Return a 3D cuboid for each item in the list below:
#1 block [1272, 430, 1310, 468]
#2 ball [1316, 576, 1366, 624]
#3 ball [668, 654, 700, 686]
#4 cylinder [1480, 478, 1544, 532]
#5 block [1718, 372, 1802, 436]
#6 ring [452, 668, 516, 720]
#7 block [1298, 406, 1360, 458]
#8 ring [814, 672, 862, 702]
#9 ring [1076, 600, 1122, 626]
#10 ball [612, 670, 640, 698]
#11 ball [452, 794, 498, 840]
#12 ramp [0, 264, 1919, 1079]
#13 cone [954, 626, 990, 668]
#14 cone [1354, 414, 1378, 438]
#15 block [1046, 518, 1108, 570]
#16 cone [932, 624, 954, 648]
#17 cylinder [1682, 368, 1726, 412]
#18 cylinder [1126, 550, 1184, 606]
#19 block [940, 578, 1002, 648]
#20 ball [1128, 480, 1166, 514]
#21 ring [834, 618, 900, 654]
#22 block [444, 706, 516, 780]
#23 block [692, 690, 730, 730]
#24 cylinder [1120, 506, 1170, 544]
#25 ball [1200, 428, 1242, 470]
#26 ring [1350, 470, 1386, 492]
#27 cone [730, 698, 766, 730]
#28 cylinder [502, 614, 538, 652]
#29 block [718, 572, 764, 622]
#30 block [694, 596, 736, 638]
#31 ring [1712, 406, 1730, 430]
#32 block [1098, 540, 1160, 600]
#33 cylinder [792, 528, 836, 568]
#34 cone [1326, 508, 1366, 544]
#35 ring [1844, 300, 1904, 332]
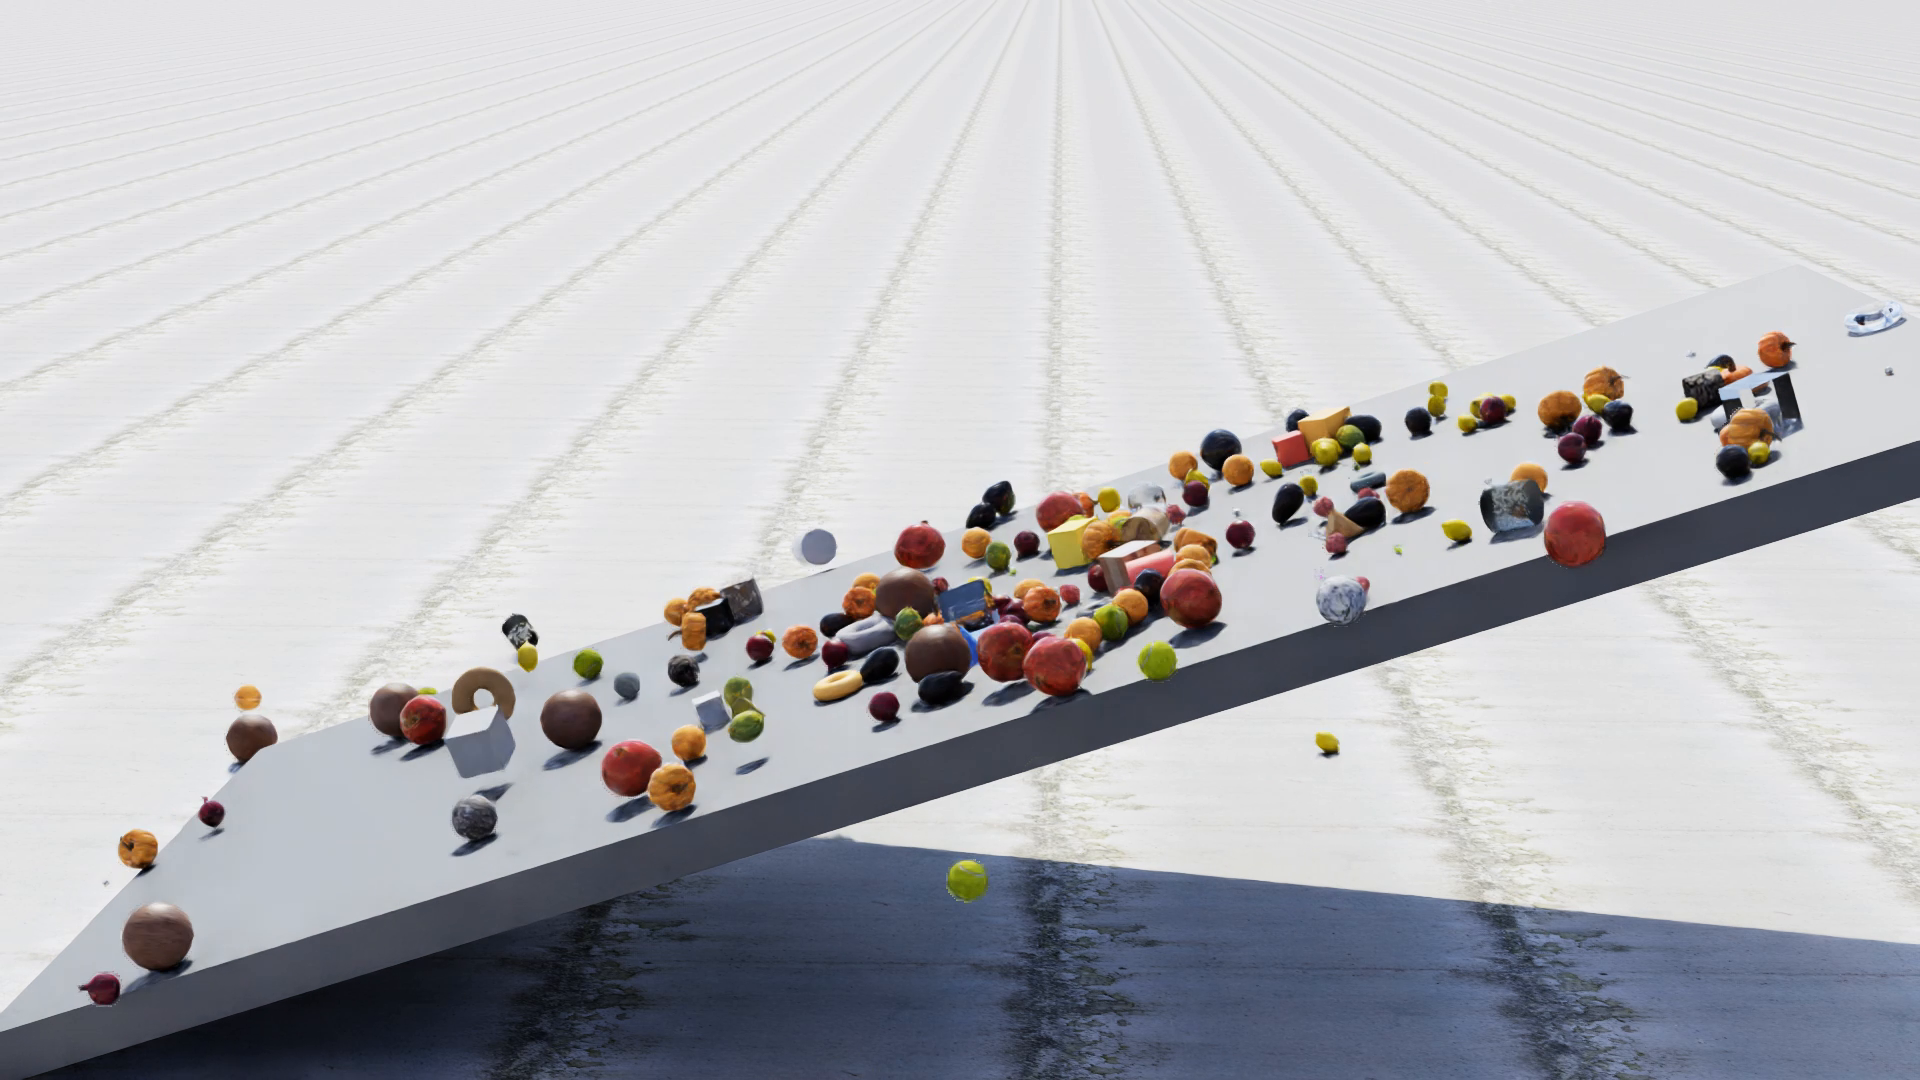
[{"bbox_3d":[0.758,-0.209,6.744,0.062,0.062,0.062,-19,11,-1],"label":"block"},{"bbox_3d":[0.678,0.106,5.229,0.088,0.088,0.088,0,12,0],"label":"ball"},{"bbox_3d":[-0.614,0.288,6.525,0.071,0.071,0.071,0,12,0],"label":"ball"},{"bbox_3d":[1.027,-0.064,5.470,0.087,0.087,0.087,-11,3,36],"label":"cylinder"},{"bbox_3d":[1.522,-0.259,5.598,0.095,0.095,0.095,-23,11,-22],"label":"block"},{"bbox_3d":[-1.090,0.364,6.726,0.149,0.149,0.050,1,9,6],"label":"ring"},{"bbox_3d":[0.842,-0.247,6.724,0.087,0.087,0.087,-26,13,-36],"label":"block"},{"bbox_3d":[-0.248,0.296,5.959,0.105,0.035,0.105,-18,12,4],"label":"ring"},{"bbox_3d":[0.275,0.144,5.847,0.094,0.031,0.094,-17,11,3],"label":"ring"},{"bbox_3d":[-0.748,0.322,6.603,0.062,0.062,0.062,0,12,0],"label":"ball"},{"bbox_3d":[-0.949,0.542,5.749,0.088,0.088,0.088,0,12,0],"label":"ball"},{"bbox_3d":[0.103,0.182,6.309,4.000,0.100,2.000,-17,11,5],"label":"ramp"},{"bbox_3d":[0.013,0.206,5.854,0.077,0.077,0.077,-18,11,3],"label":"cone"},{"bbox_3d":[0.936,-0.251,6.750,0.058,0.058,0.058,23,23,33],"label":"cone"},{"bbox_3d":[0.257,0.007,6.440,0.083,0.083,0.083,-9,14,43],"label":"block"},{"bbox_3d":[-0.022,0.204,6.067,0.055,0.055,0.055,15,10,-7],"label":"cone"},{"bbox_3d":[1.502,-0.303,5.930,0.070,0.070,0.070,-18,11,4],"label":"cylinder"},{"bbox_3d":[0.387,0.075,5.839,0.093,0.093,0.093,-17,10,6],"label":"cylinder"},{"bbox_3d":[0.022,0.154,5.953,0.093,0.093,0.093,-20,40,10],"label":"block"},{"bbox_3d":[0.413,-0.088,6.511,0.086,0.086,0.086,0,12,0],"label":"ball"},{"bbox_3d":[-0.200,0.205,6.299,0.146,0.049,0.146,-15,11,3],"label":"ring"},{"bbox_3d":[-1.001,0.422,6.144,0.100,0.100,0.100,-14,25,13],"label":"block"},{"bbox_3d":[-0.515,0.352,6.068,0.057,0.057,0.057,-20,11,-10],"label":"block"},{"bbox_3d":[0.400,-0.023,6.341,0.083,0.083,0.083,5,18,22],"label":"cylinder"},{"bbox_3d":[0.612,-0.212,6.904,0.099,0.099,0.099,0,12,0],"label":"ball"},{"bbox_3d":[0.864,-0.125,6.229,0.080,0.027,0.080,-21,8,3],"label":"ring"},{"bbox_3d":[-0.418,0.354,5.967,0.066,0.066,0.066,8,4,-40],"label":"cone"},{"bbox_3d":[-1.319,0.281,8.829,0.083,0.083,0.083,-12,49,14],"label":"cylinder"},{"bbox_3d":[-0.528,0.139,7.103,0.084,0.084,0.084,-18,11,1],"label":"block"},{"bbox_3d":[-0.585,0.185,7.007,0.069,0.069,0.069,-16,11,12],"label":"block"},{"bbox_3d":[1.512,-0.246,5.708,0.111,0.037,0.111,-21,12,5],"label":"ring"},{"bbox_3d":[0.354,0.061,5.975,0.091,0.091,0.091,-24,12,-27],"label":"block"},{"bbox_3d":[-0.365,0.021,7.398,0.092,0.092,0.092,-4,-3,-17],"label":"cylinder"},{"bbox_3d":[0.771,-0.021,5.837,0.075,0.075,0.075,12,12,-2],"label":"cone"},{"bbox_3d":[1.911,-0.467,6.149,0.123,0.041,0.123,-18,12,4],"label":"ring"}]
